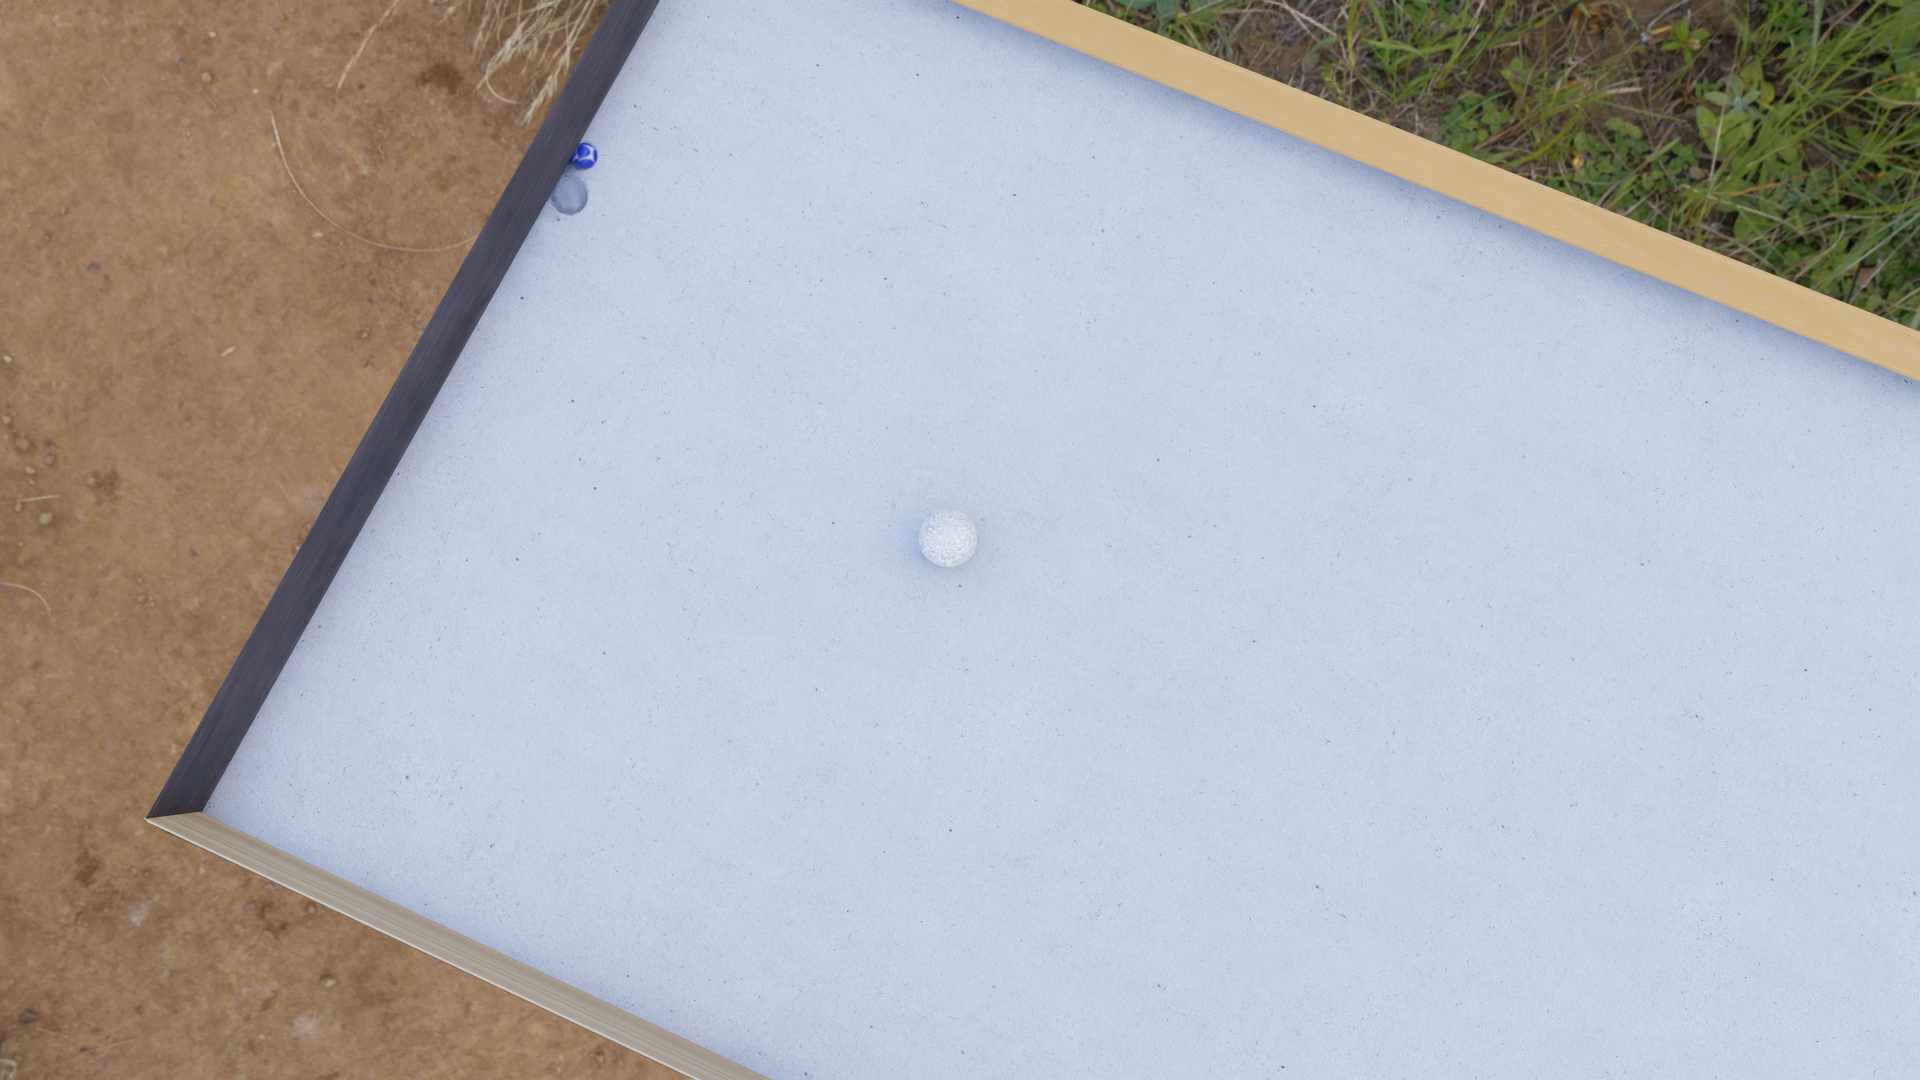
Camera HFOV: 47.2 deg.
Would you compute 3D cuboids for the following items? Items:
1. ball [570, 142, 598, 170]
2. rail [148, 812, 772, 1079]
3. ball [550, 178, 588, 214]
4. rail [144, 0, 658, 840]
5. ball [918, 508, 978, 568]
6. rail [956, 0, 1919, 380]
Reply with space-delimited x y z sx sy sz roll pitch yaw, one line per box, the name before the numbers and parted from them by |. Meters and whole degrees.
ball | -0.621 -0.632 3.625 0.046 0.046 0.046 0 72 0
rail | 0.453 1.098 3.016 3.563 0.119 0.045 23 73 7
ball | -0.639 -0.562 3.594 0.061 0.061 0.061 0 72 0
rail | -0.791 -0.346 3.491 0.045 0.119 1.799 23 73 7
ball | -0.018 -0.003 3.394 0.092 0.092 0.092 0 72 0
rail | 1.172 -0.419 3.516 3.563 0.119 0.045 23 73 7
